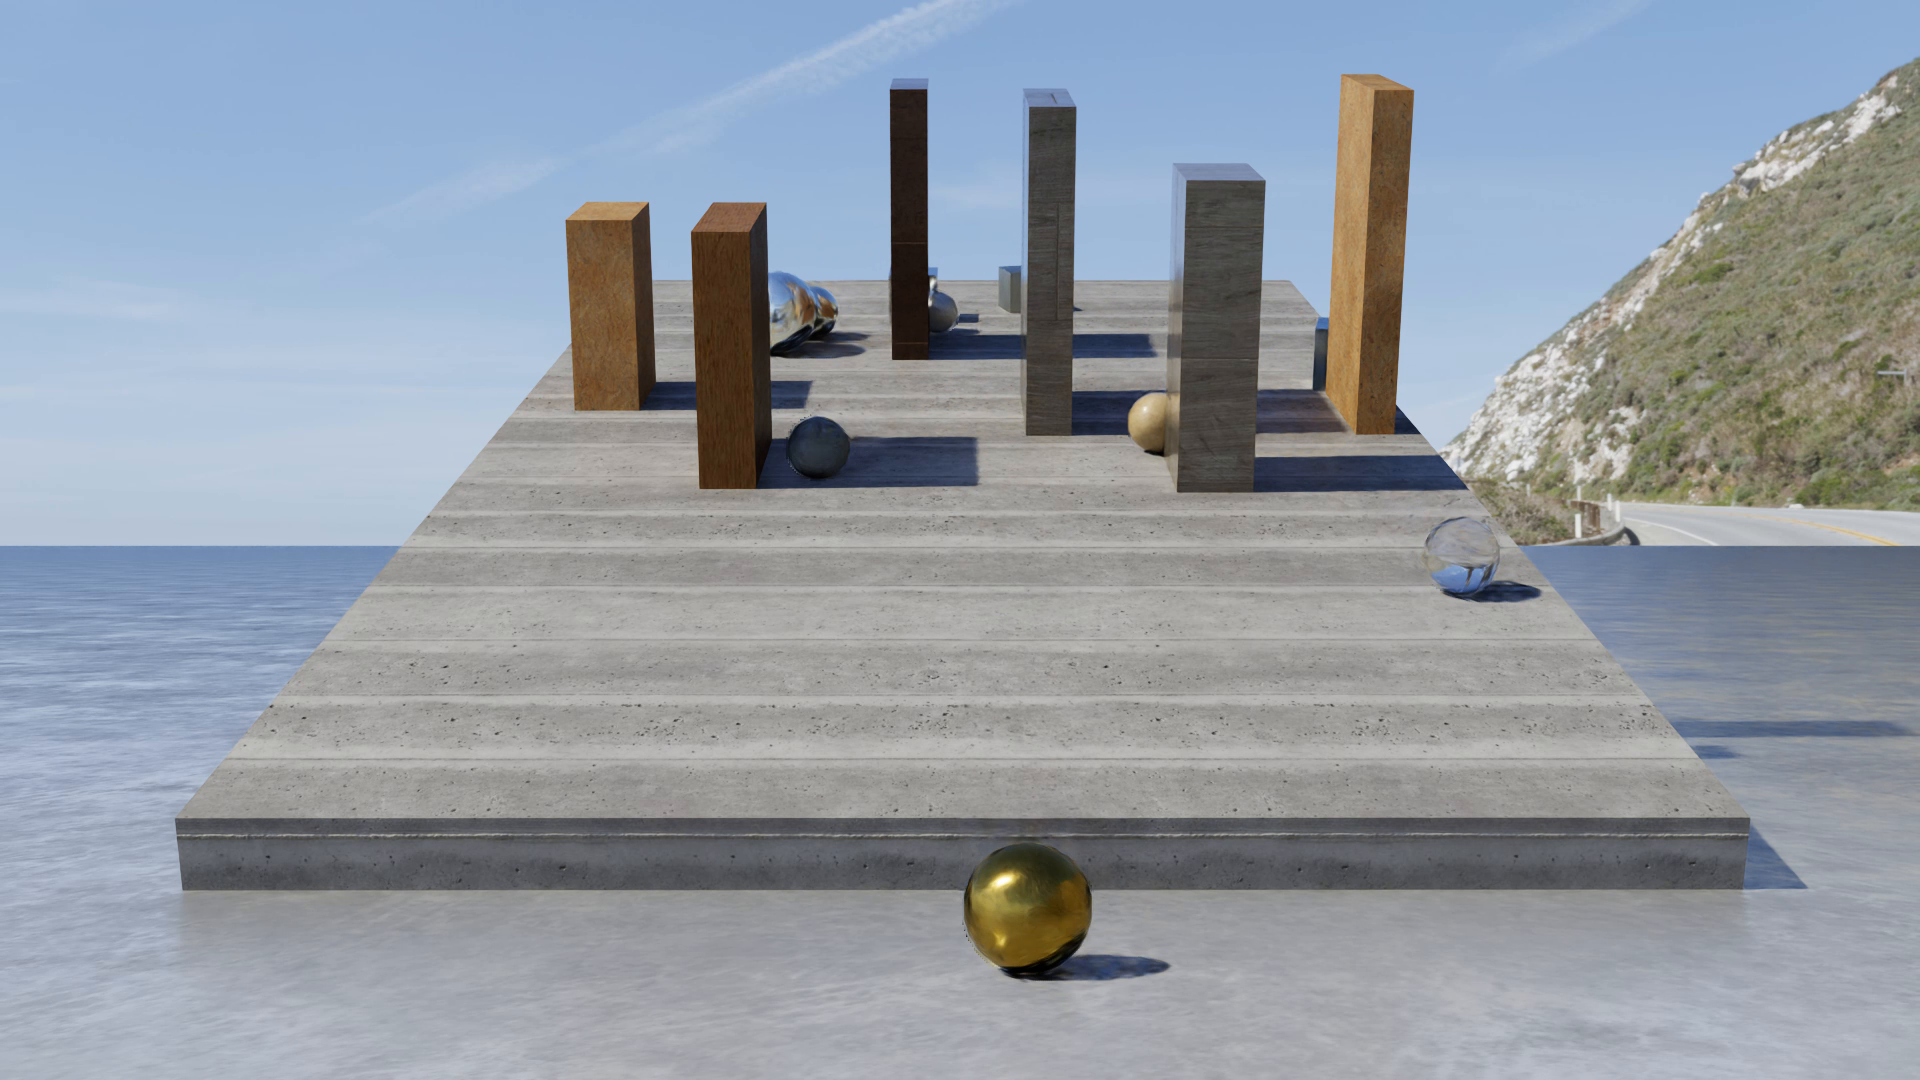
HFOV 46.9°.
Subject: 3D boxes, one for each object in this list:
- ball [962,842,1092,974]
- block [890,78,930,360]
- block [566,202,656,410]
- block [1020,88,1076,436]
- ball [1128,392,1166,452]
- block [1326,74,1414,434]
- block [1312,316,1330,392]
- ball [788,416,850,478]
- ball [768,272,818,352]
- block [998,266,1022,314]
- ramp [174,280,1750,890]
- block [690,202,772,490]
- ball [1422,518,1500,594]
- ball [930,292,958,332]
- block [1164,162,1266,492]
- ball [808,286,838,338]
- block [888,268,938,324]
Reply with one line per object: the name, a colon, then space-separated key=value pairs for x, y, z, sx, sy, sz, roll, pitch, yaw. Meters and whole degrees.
ball: x=0.070 y=0.381 z=2.298 sx=0.135 sy=0.135 sz=0.135 roll=0 pitch=0 yaw=0
block: x=-0.125 y=-0.812 z=5.577 sx=0.091 sy=0.665 sz=0.311 roll=0 pitch=16 yaw=0
block: x=-0.796 y=-0.539 z=5.069 sx=0.145 sy=0.429 sz=0.295 roll=0 pitch=16 yaw=0
block: x=0.190 y=-0.620 z=4.872 sx=0.098 sy=0.698 sz=0.431 roll=0 pitch=16 yaw=0
ball: x=0.411 y=-0.246 z=4.618 sx=0.124 sy=0.124 sz=0.124 roll=0 pitch=0 yaw=0
block: x=0.895 y=-0.636 z=4.868 sx=0.083 sy=0.731 sz=0.407 roll=0 pitch=16 yaw=0
block: x=0.914 y=-0.437 z=5.223 sx=0.148 sy=0.148 sz=0.148 roll=3 pitch=17 yaw=11
ball: x=-0.282 y=-0.183 z=4.405 sx=0.124 sy=0.124 sz=0.124 roll=0 pitch=0 yaw=0
ball: x=-0.461 y=-0.577 z=5.599 sx=0.203 sy=0.203 sz=0.203 roll=0 pitch=0 yaw=0
block: x=0.178 y=-0.701 z=6.180 sx=0.112 sy=0.112 sz=0.112 roll=-5 pitch=17 yaw=-16
ramp: x=-0.002 y=-0.166 z=4.742 sx=2.000 sy=0.100 sz=4.000 roll=0 pitch=16 yaw=0
block: x=-0.456 y=-0.400 z=4.464 sx=0.111 sy=0.505 sz=0.409 roll=0 pitch=16 yaw=0
ball: x=0.837 y=0.026 z=3.695 sx=0.127 sy=0.127 sz=0.127 roll=0 pitch=0 yaw=0
ball: x=-0.060 y=-0.603 z=5.853 sx=0.108 sy=0.108 sz=0.108 roll=0 pitch=0 yaw=0
block: x=0.497 y=-0.421 z=4.362 sx=0.149 sy=0.606 sz=0.270 roll=0 pitch=16 yaw=0
ball: x=-0.383 y=-0.596 z=5.783 sx=0.134 sy=0.134 sz=0.134 roll=0 pitch=0 yaw=0
block: x=-0.126 y=-0.668 z=6.034 sx=0.130 sy=0.130 sz=0.130 roll=0 pitch=16 yaw=0
